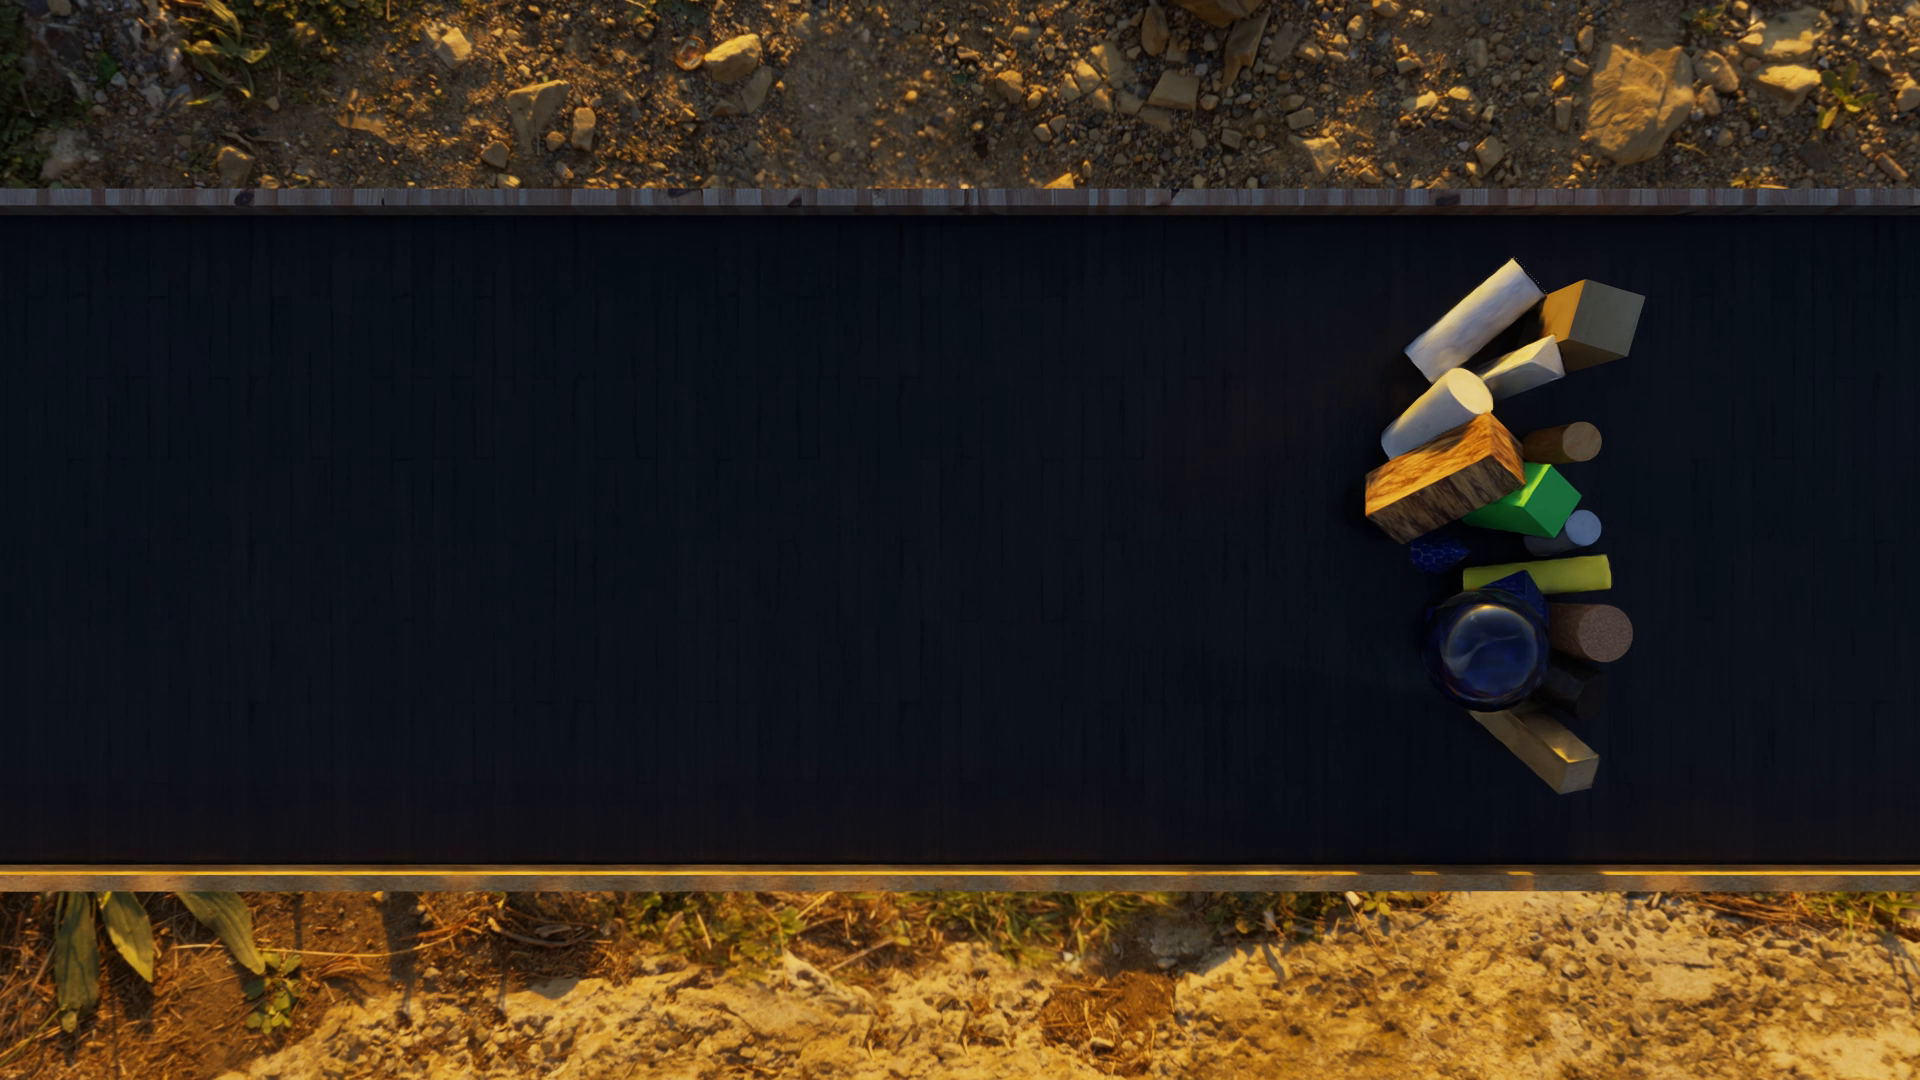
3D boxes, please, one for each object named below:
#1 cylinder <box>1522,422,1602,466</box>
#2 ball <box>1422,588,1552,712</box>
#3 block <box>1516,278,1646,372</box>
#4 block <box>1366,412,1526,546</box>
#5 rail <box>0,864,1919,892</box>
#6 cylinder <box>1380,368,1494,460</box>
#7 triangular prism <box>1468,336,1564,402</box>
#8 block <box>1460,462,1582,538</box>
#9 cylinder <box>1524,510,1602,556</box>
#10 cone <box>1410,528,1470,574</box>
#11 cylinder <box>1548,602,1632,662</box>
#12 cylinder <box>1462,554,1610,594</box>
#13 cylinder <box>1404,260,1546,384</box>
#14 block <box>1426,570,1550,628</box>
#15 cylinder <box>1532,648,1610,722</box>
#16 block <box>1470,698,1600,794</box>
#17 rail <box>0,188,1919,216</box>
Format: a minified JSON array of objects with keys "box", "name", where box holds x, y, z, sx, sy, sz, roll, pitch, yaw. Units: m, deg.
[{"box":[1.785,-0.283,4.905,0.114,0.344,0.114,0,90,0],"name":"cylinder"},{"box":[1.493,0.311,4.683,0.354,0.354,0.354,0,90,0],"name":"ball"},{"box":[1.815,-0.624,4.853,0.176,0.447,0.176,16,90,0],"name":"block"},{"box":[1.420,-0.177,4.847,0.170,0.170,0.428,35,135,-27],"name":"block"},{"box":[-2.247,1.025,5.001,12.000,0.150,0.050,0,90,0],"name":"rail"},{"box":[1.417,-0.353,4.908,0.171,0.304,0.171,16,51,-21],"name":"cylinder"},{"box":[1.611,-0.503,4.880,0.122,0.394,0.106,21,73,-17],"name":"triangular prism"},{"box":[1.615,-0.130,4.864,0.151,0.380,0.151,39,81,-21],"name":"block"},{"box":[1.790,-0.018,4.910,0.105,0.323,0.105,0,84,-2],"name":"cylinder"},{"box":[1.461,0.035,4.897,0.144,0.357,0.144,0,90,-1],"name":"cone"},{"box":[1.834,0.271,4.897,0.164,0.347,0.164,0,89,-5],"name":"cylinder"},{"box":[1.721,0.114,4.932,0.407,0.103,0.103,-7,90,29],"name":"cylinder"},{"box":[1.538,-0.649,4.943,0.405,0.149,0.149,-41,90,18],"name":"cylinder"},{"box":[1.569,0.239,4.915,0.320,0.142,0.142,-28,108,32],"name":"block"},{"box":[1.734,0.395,4.900,0.153,0.339,0.153,-17,121,-31],"name":"cylinder"},{"box":[1.687,0.572,4.861,0.111,0.421,0.111,-7,120,-20],"name":"block"},{"box":[-2.247,-1.025,5.002,12.000,0.150,0.050,0,90,0],"name":"rail"}]
